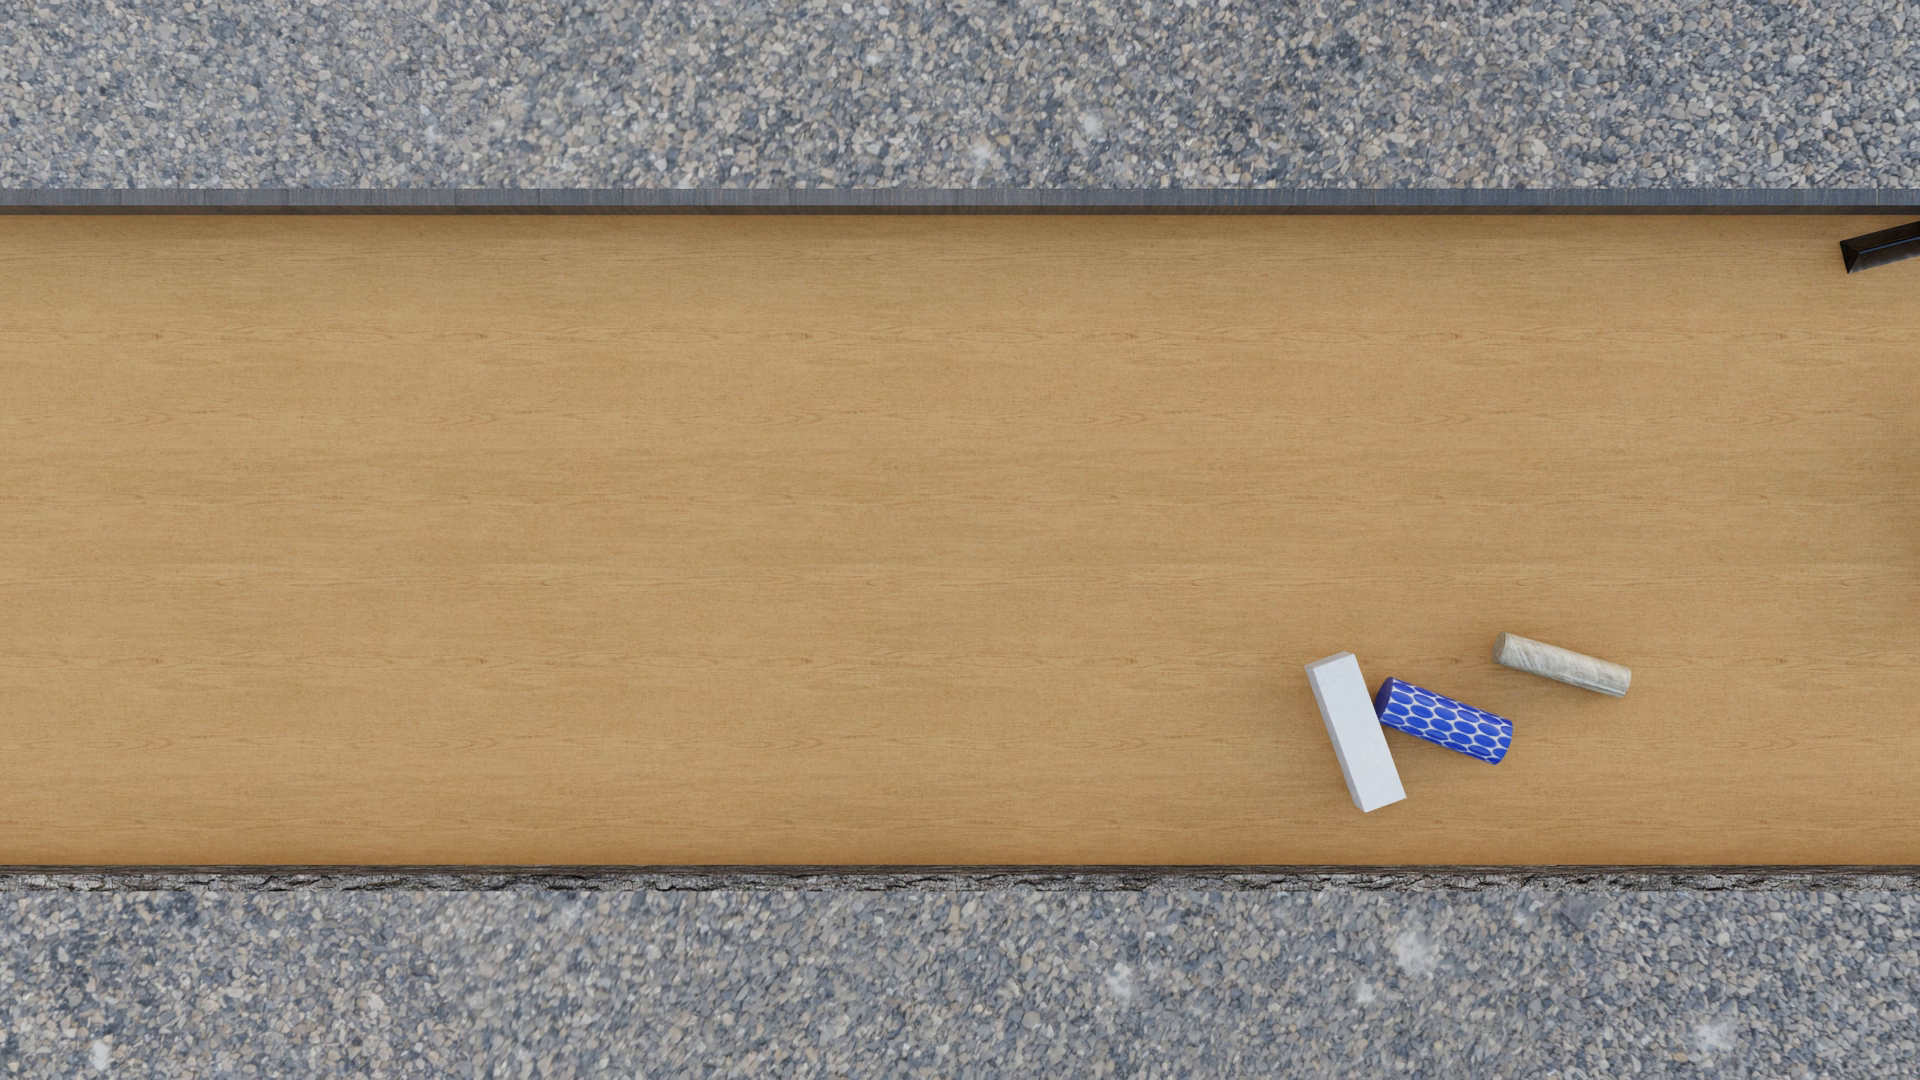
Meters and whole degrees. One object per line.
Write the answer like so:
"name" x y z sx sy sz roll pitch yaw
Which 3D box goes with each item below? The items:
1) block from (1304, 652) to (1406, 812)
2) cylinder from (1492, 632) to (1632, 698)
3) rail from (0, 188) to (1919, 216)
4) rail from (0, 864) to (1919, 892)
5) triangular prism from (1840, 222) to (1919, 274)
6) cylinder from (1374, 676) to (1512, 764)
"block" 1.198 0.580 5.011 0.132 0.132 0.459 -20 90 0
"cylinder" 1.832 0.380 5.026 0.393 0.100 0.100 16 90 0
"rail" -2.247 -1.025 5.002 12.000 0.150 0.050 0 90 0
"rail" -2.247 1.025 5.001 12.000 0.150 0.050 0 90 0
"triangular prism" 2.877 -0.909 5.030 0.326 0.088 0.102 -14 90 0
"cylinder" 1.463 0.548 5.004 0.384 0.145 0.145 20 90 0
